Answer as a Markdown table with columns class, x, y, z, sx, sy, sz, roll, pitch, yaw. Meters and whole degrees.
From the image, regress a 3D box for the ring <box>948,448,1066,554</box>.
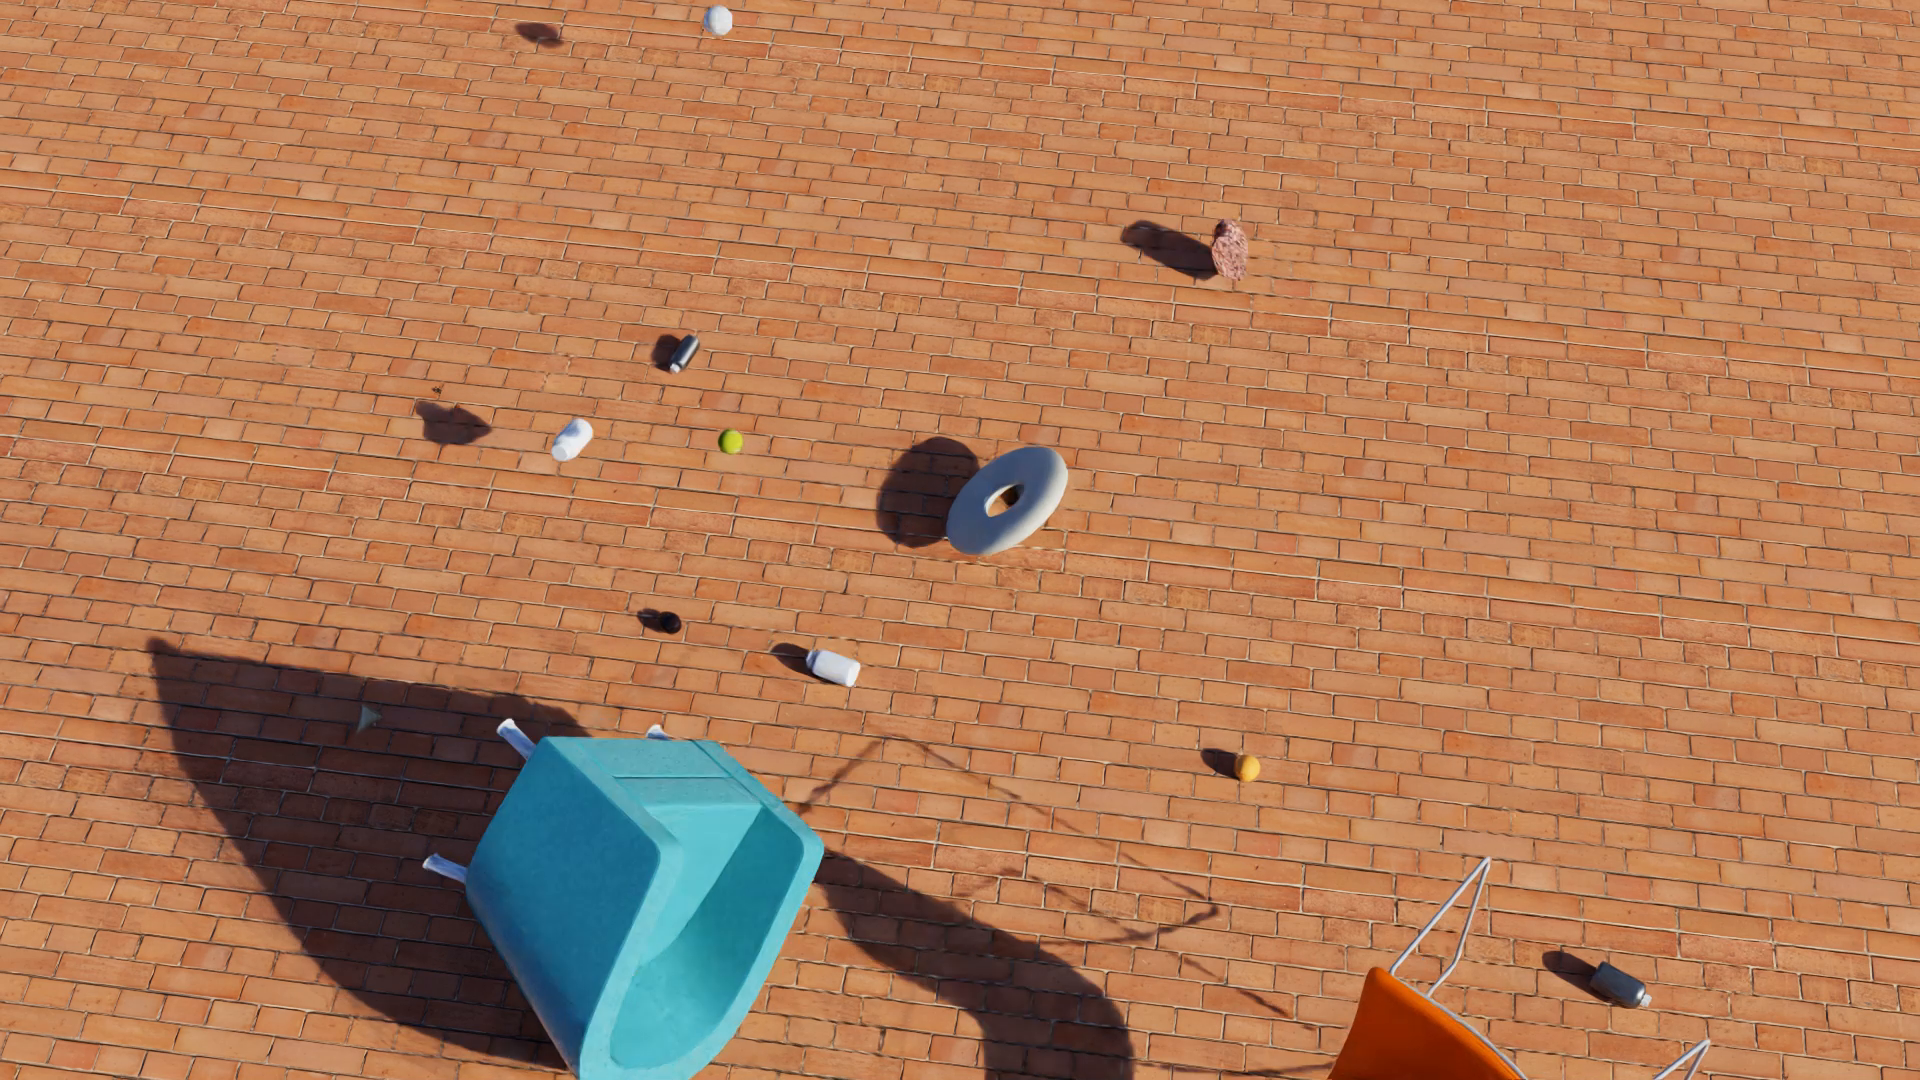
| class | x | y | z | sx | sy | sz | roll | pitch | yaw |
| --- | --- | --- | --- | --- | --- | --- | --- | --- | --- |
| ring | 0.136 | -0.117 | 6.478 | 0.417 | 0.073 | 0.451 | -44 | 29 | -5 |

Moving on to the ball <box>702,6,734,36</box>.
| class | x | y | z | sx | sy | sz | roll | pitch | yaw |
| --- | --- | --- | --- | --- | --- | --- | --- | --- | --- |
| ball | -0.793 | -1.700 | 7.203 | 0.099 | 0.099 | 0.099 | 0 | 56 | 0 |

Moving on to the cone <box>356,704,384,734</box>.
| class | x | y | z | sx | sy | sz | roll | pitch | yaw |
| --- | --- | --- | --- | --- | --- | --- | --- | --- | --- |
| cone | -1.682 | 0.517 | 6.208 | 0.086 | 0.073 | 0.055 | -55 | 36 | -6 |
